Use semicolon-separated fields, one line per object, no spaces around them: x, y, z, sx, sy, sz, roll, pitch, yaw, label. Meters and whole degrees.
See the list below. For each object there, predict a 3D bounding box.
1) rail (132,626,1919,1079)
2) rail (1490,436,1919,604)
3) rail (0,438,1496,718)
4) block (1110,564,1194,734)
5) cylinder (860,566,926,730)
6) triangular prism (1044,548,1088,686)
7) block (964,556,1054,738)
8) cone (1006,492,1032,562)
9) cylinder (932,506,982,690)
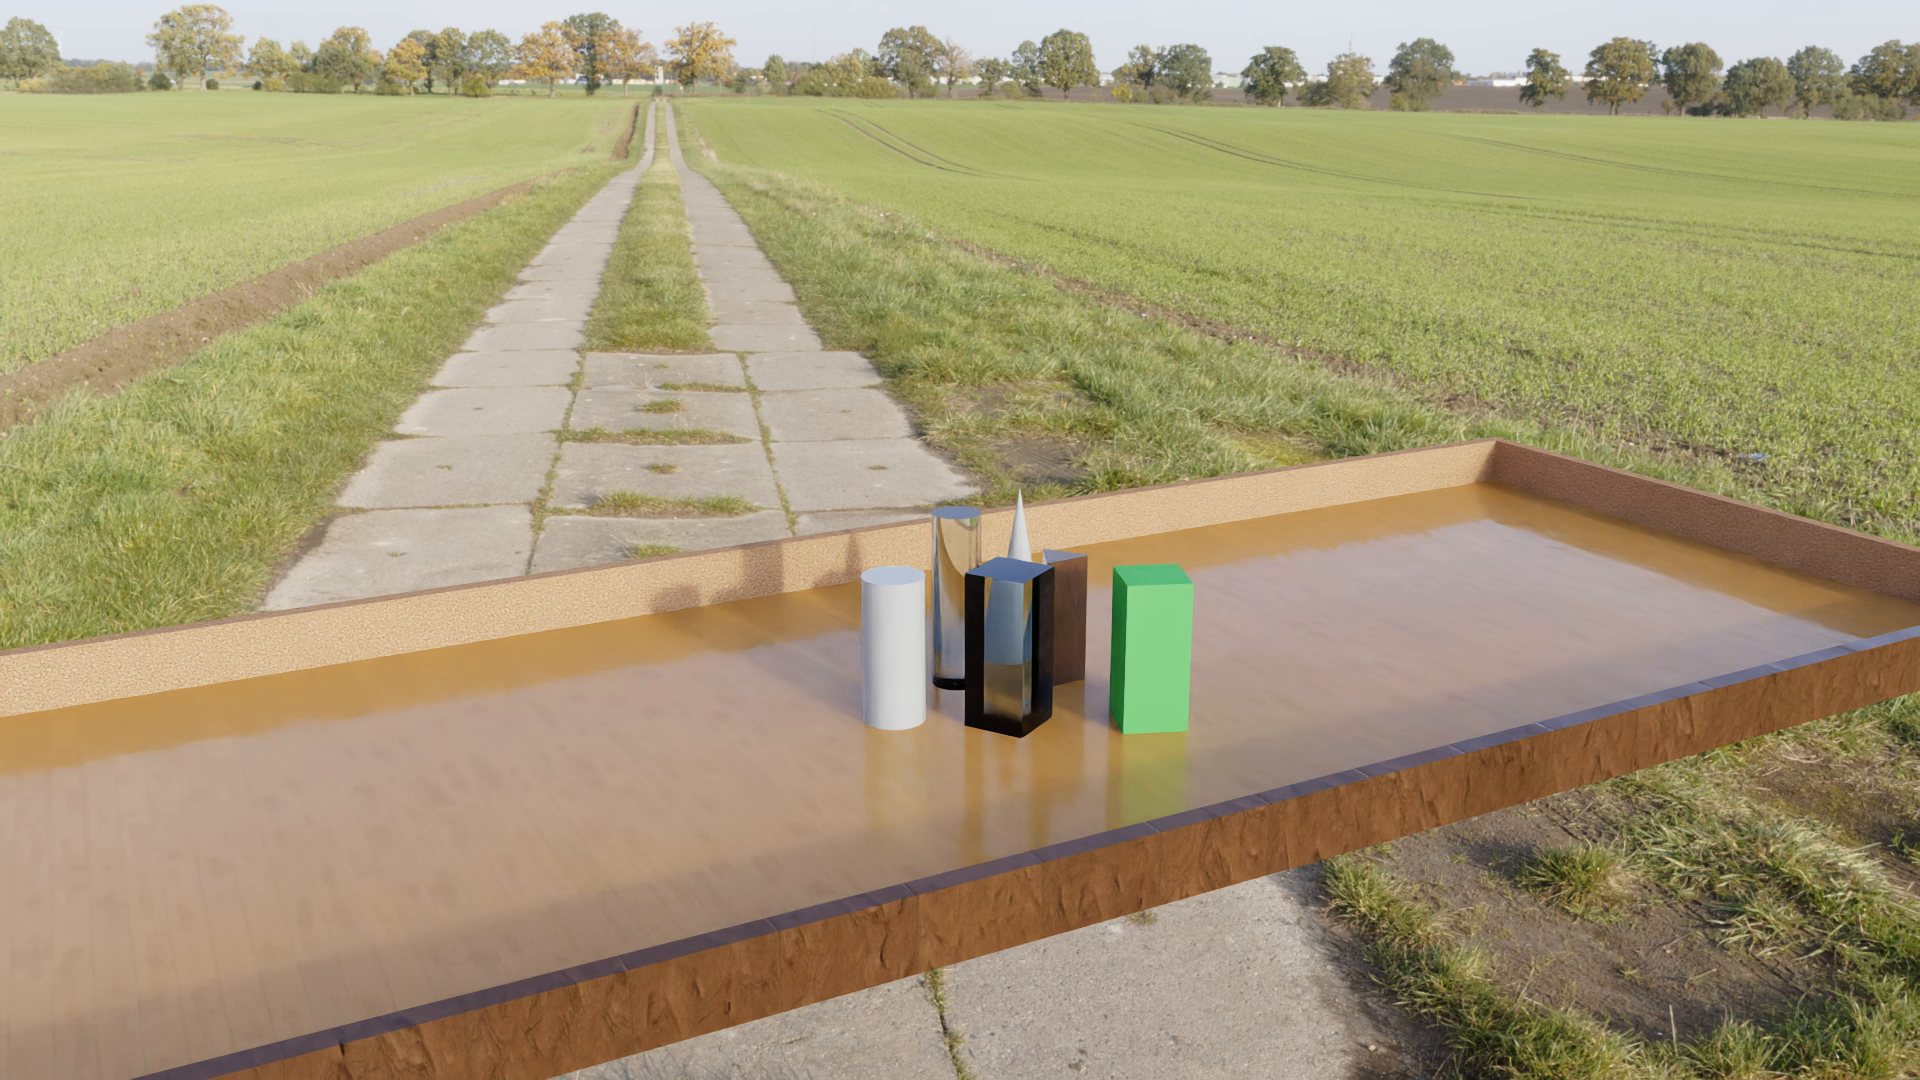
-2.336;1.006;1.665;12.000;0.150;0.050;-9;18;-27;rail
2.466;-0.048;5.253;0.050;0.150;2.100;-9;18;-27;rail
-3.305;0.497;3.399;12.000;0.150;0.050;-9;18;-27;rail
0.445;0.253;3.855;0.153;0.361;0.153;-2;16;-7;block
-0.155;0.252;3.867;0.150;0.355;0.150;0;16;0;cylinder
0.237;0.190;4.133;0.120;0.324;0.104;-10;19;-31;triangular prism
0.115;0.248;3.845;0.152;0.375;0.152;9;19;29;block
0.154;0.076;4.317;0.150;0.440;0.150;0;16;0;cone
-0.009;0.144;4.083;0.123;0.440;0.123;0;16;0;cylinder
